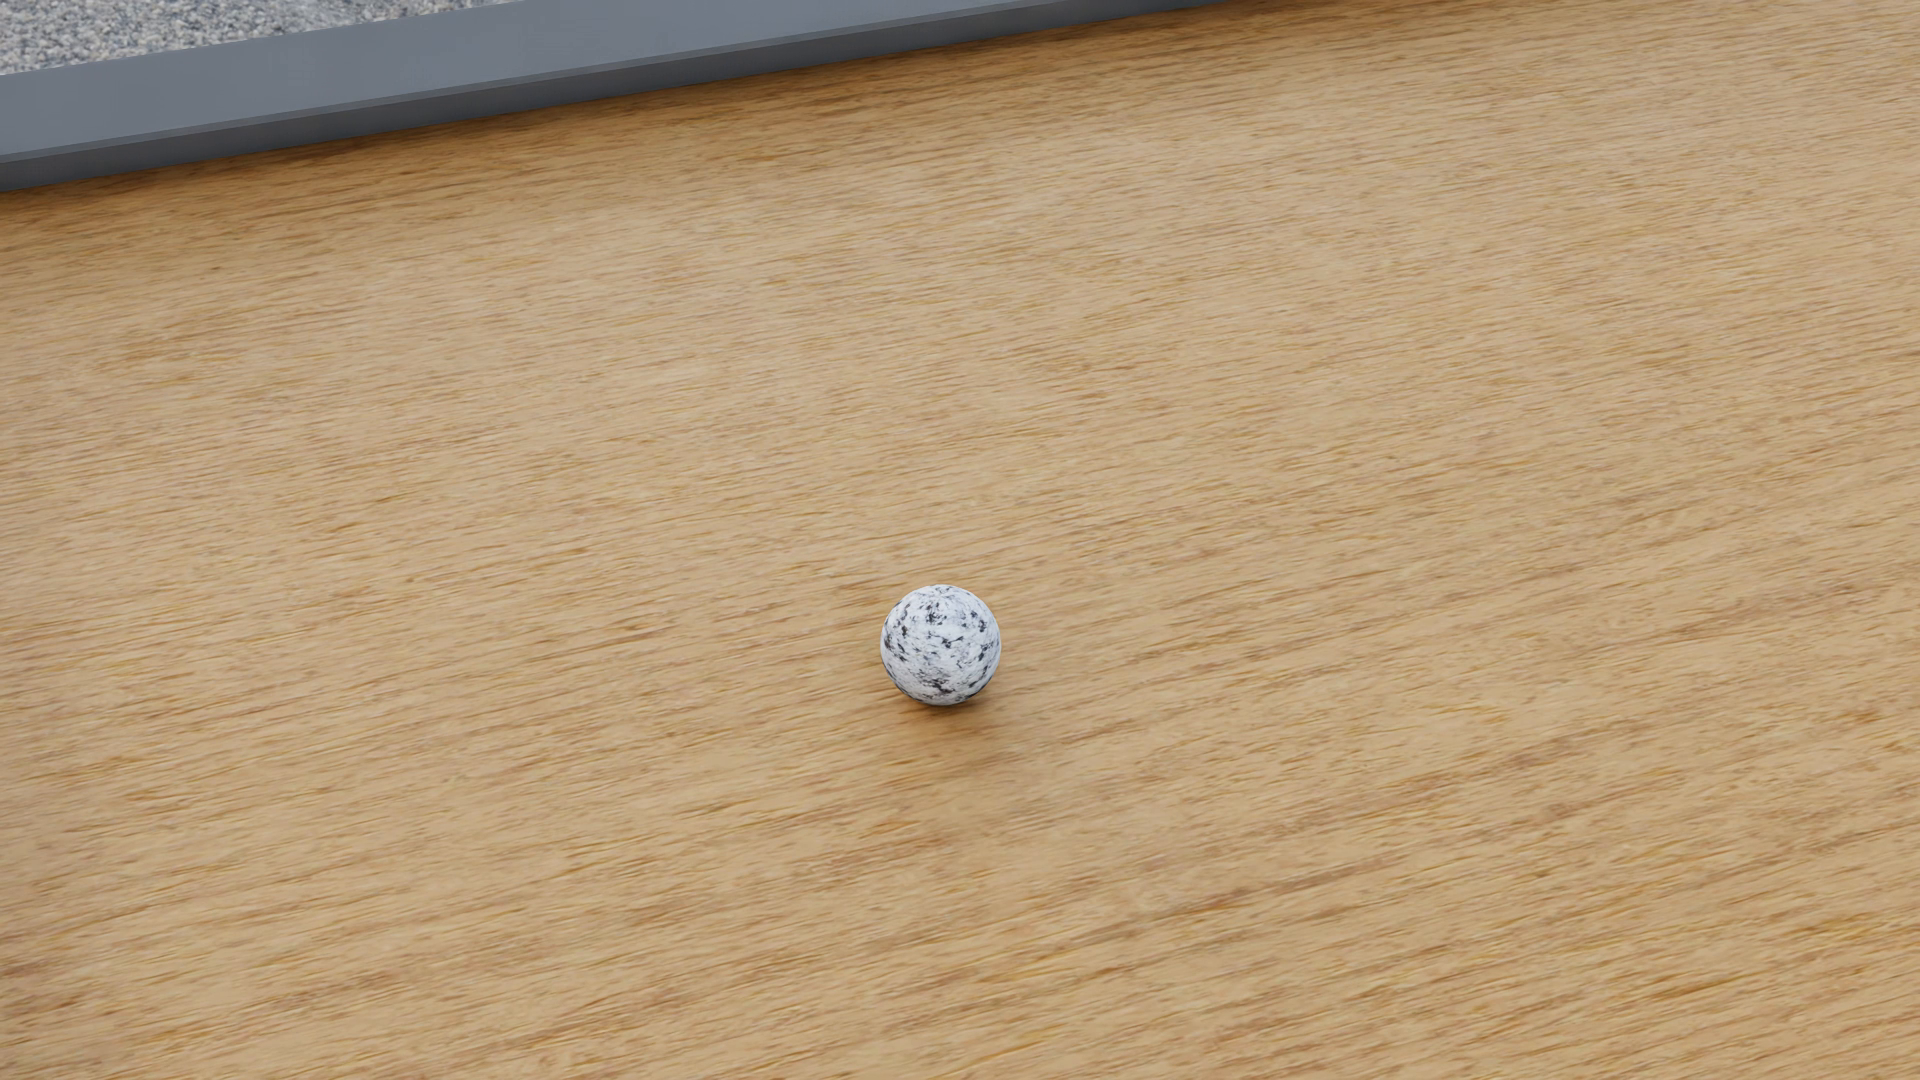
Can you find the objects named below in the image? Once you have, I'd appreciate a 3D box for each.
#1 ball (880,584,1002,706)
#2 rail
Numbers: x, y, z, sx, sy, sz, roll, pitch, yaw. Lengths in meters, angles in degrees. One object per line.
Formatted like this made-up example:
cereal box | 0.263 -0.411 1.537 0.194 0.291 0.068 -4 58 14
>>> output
ball | -0.011 0.060 1.468 0.069 0.069 0.069 0 35 0
rail | 0.368 -0.534 2.279 2.613 0.094 0.045 -12 37 -16
